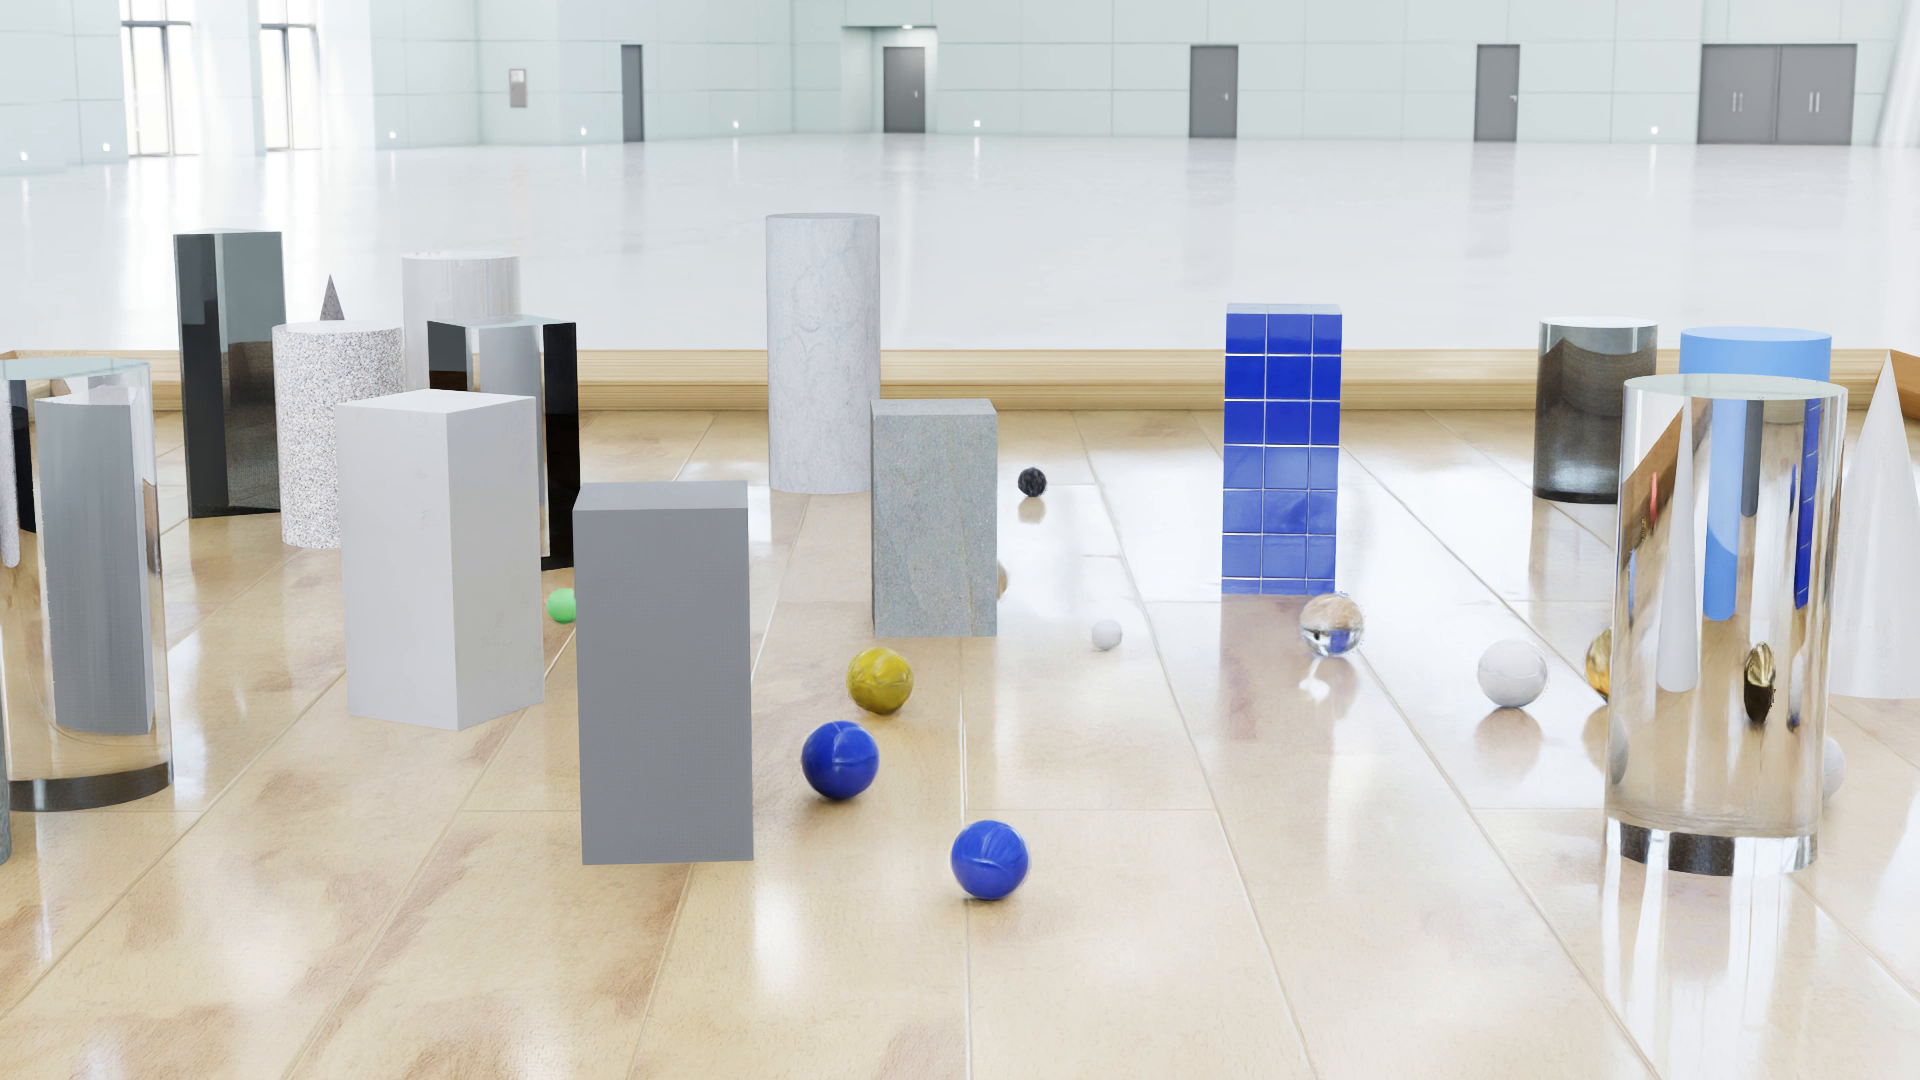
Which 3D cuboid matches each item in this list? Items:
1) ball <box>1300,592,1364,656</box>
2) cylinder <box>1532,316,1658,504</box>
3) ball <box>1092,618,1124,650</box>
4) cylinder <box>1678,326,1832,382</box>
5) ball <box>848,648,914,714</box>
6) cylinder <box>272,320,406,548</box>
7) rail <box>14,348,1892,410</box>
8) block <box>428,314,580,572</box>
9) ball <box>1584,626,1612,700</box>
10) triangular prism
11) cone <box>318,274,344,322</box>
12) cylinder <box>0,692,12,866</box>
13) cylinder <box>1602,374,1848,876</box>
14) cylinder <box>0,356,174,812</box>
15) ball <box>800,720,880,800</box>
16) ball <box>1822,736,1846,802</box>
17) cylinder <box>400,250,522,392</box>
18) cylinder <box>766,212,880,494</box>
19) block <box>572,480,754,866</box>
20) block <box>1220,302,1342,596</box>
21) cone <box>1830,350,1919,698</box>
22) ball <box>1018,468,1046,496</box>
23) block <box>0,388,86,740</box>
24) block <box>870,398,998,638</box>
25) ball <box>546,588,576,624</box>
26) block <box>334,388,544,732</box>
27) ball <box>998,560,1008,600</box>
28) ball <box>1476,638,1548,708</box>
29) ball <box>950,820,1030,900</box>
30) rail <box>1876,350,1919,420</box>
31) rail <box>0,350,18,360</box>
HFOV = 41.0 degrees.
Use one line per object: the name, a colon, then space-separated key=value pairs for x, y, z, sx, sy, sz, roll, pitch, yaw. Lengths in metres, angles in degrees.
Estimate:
ball: x=0.463 y=0.105 z=3.196 sx=0.080 sy=0.080 sz=0.080 roll=0 pitch=10 yaw=0
cylinder: x=1.082 y=-0.223 z=4.373 sx=0.197 sy=0.297 sz=0.197 roll=0 pitch=10 yaw=0
ball: x=0.186 y=0.119 z=3.232 sx=0.040 sy=0.040 sz=0.040 roll=0 pitch=10 yaw=0
cylinder: x=1.081 y=-0.100 z=3.518 sx=0.197 sy=0.367 sz=0.197 roll=0 pitch=10 yaw=0
ball: x=-0.090 y=0.160 z=2.913 sx=0.075 sy=0.075 sz=0.075 roll=0 pitch=10 yaw=0
cylinder: x=-0.958 y=-0.167 z=3.980 sx=0.197 sy=0.329 sz=0.197 roll=0 pitch=10 yaw=0
rail: x=-0.012 y=-0.339 z=5.455 sx=4.001 sy=0.128 sz=0.045 roll=0 pitch=10 yaw=0
block: x=-0.666 y=-0.141 z=3.759 sx=0.157 sy=0.359 sz=0.157 roll=-8 pitch=13 yaw=-38
ball: x=0.768 y=0.143 z=2.961 sx=0.092 sy=0.092 sz=0.092 roll=0 pitch=10 yaw=0
triangular prism: x=-1.208 y=-0.280 z=4.231 sx=0.170 sy=0.460 sz=0.148 roll=-5 pitch=12 yaw=-25
cone: x=-1.092 y=-0.282 z=4.482 sx=0.197 sy=0.373 sz=0.197 roll=0 pitch=10 yaw=0
cylinder: x=-0.981 y=0.116 z=2.339 sx=0.197 sy=0.370 sz=0.197 roll=0 pitch=10 yaw=0
cylinder: x=0.709 y=0.074 z=2.388 sx=0.197 sy=0.436 sz=0.197 roll=0 pitch=10 yaw=0
cylinder: x=-0.908 y=0.040 z=2.591 sx=0.197 sy=0.429 sz=0.197 roll=0 pitch=10 yaw=0
ball: x=-0.120 y=0.220 z=2.576 sx=0.079 sy=0.079 sz=0.079 roll=0 pitch=10 yaw=0
ball: x=0.844 y=0.226 z=2.556 sx=0.075 sy=0.075 sz=0.075 roll=0 pitch=10 yaw=0
cylinder: x=-0.832 y=-0.271 z=4.312 sx=0.197 sy=0.414 sz=0.197 roll=0 pitch=10 yaw=0
cylinder: x=-0.237 y=-0.328 z=4.466 sx=0.197 sy=0.469 sz=0.197 roll=0 pitch=10 yaw=0
block: x=-0.276 y=0.121 z=2.418 sx=0.157 sy=0.332 sz=0.157 roll=-1 pitch=11 yaw=-5
block: x=0.451 y=-0.130 z=3.612 sx=0.157 sy=0.391 sz=0.157 roll=1 pitch=11 yaw=6
cone: x=1.090 y=-0.029 z=3.046 sx=0.197 sy=0.398 sz=0.197 roll=0 pitch=10 yaw=0
ball: x=0.123 y=-0.099 z=4.380 sx=0.050 sy=0.050 sz=0.050 roll=0 pitch=10 yaw=0
block: x=-1.100 y=0.023 z=2.859 sx=0.157 sy=0.365 sz=0.157 roll=3 pitch=11 yaw=14
block: x=-0.036 y=-0.031 z=3.357 sx=0.157 sy=0.289 sz=0.157 roll=-1 pitch=11 yaw=-3
ball: x=-0.522 y=0.087 z=3.385 sx=0.047 sy=0.047 sz=0.047 roll=0 pitch=10 yaw=0
block: x=-0.588 y=0.018 z=2.911 sx=0.157 sy=0.355 sz=0.157 roll=6 pitch=12 yaw=28
ball: x=0.031 y=0.055 z=3.493 sx=0.070 sy=0.070 sz=0.070 roll=0 pitch=10 yaw=0
ball: x=0.633 y=0.153 z=2.940 sx=0.080 sy=0.080 sz=0.080 roll=0 pitch=10 yaw=0
ball: x=0.026 y=0.282 z=2.267 sx=0.071 sy=0.071 sz=0.071 roll=0 pitch=10 yaw=0
rail: x=1.977 y=0.031 z=3.460 sx=0.045 sy=0.128 sz=4.128 roll=0 pitch=10 yaw=0
rail: x=-1.977 y=0.035 z=3.438 sx=0.045 sy=0.128 sz=4.128 roll=0 pitch=10 yaw=0
